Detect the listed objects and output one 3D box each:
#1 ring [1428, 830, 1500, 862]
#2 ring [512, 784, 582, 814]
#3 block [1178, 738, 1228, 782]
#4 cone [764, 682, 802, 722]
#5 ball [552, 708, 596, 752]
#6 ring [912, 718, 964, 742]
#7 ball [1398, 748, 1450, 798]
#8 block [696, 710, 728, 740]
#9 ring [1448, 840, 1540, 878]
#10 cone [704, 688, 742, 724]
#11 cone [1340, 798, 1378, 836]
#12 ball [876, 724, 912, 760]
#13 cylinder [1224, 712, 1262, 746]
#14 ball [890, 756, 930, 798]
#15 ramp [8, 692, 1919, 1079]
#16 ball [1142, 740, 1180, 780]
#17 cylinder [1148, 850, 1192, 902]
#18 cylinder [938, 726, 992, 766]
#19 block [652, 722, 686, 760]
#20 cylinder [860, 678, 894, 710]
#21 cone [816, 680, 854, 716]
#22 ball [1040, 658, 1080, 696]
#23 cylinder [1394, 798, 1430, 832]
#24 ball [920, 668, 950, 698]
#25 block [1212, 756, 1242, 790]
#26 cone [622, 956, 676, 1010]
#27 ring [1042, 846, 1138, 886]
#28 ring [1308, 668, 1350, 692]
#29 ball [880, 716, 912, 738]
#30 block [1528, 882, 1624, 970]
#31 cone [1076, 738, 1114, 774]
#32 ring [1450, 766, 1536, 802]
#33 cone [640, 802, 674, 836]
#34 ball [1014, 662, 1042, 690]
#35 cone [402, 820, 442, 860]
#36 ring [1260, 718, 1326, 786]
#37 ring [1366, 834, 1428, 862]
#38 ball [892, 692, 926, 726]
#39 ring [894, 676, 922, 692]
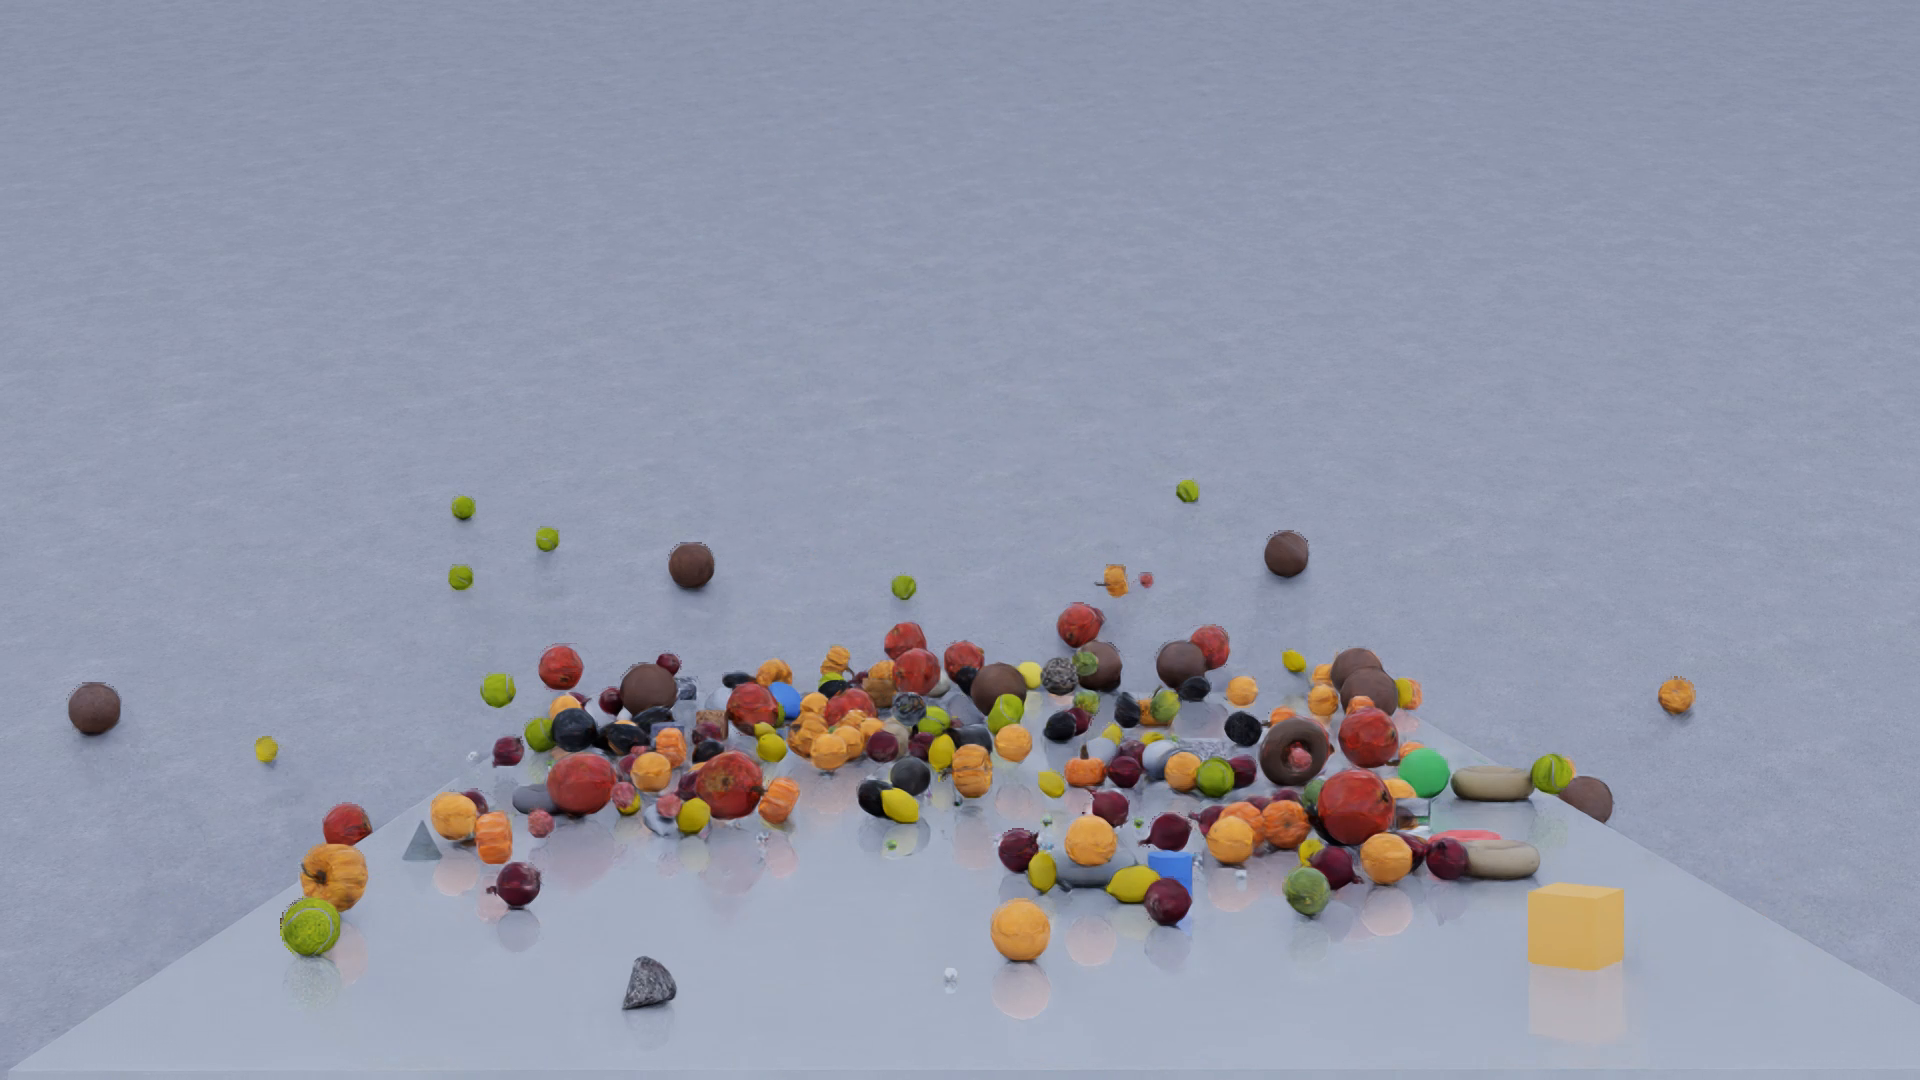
[{"bbox_3d":[0.758,0.460,3.864,0.114,0.038,0.114,-3,3,0],"label":"ring"},{"bbox_3d":[-0.703,0.442,4.387,0.120,0.040,0.120,2,4,0],"label":"ring"},{"bbox_3d":[0.452,0.410,4.797,0.074,0.074,0.074,0,2,-8],"label":"block"},{"bbox_3d":[-0.422,0.390,5.867,0.096,0.096,0.096,10,33,21],"label":"cone"},{"bbox_3d":[-0.782,0.384,5.216,0.091,0.091,0.091,0,24,0],"label":"ball"},{"bbox_3d":[-0.052,0.404,5.469,0.125,0.042,0.125,-2,2,0],"label":"ring"},{"bbox_3d":[0.817,0.411,4.535,0.089,0.089,0.089,0,24,0],"label":"ball"},{"bbox_3d":[-0.528,0.395,5.490,0.059,0.059,0.059,0,2,2],"label":"block"},{"bbox_3d":[0.774,0.462,3.731,0.130,0.043,0.130,-1,2,0],"label":"ring"},{"bbox_3d":[-0.527,0.393,5.843,0.085,0.085,0.085,-8,31,-17],"label":"cone"},{"bbox_3d":[0.639,0.440,4.124,0.060,0.060,0.060,0,2,0],"label":"cone"},{"bbox_3d":[-0.132,0.401,5.113,0.071,0.071,0.071,0,24,0],"label":"ball"},{"bbox_3d":[0.590,0.395,5.371,0.065,0.065,0.065,-2,2,-5],"label":"cylinder"},{"bbox_3d":[-0.085,0.409,4.454,0.070,0.070,0.070,0,24,0],"label":"ball"},{"bbox_3d":[0.056,0.506,4.550,2.000,0.100,4.000,0,2,0],"label":"ramp"},{"bbox_3d":[0.375,0.410,4.809,0.073,0.073,0.073,0,24,0],"label":"ball"},{"bbox_3d":[0.287,0.460,3.527,0.060,0.060,0.060,0,2,0],"label":"cylinder"},{"bbox_3d":[0.010,0.402,5.023,0.075,0.075,0.075,-1,20,-39],"label":"cylinder"},{"bbox_3d":[-0.585,0.403,5.166,0.065,0.065,0.065,0,2,-4],"label":"block"},{"bbox_3d":[-0.197,0.366,6.131,0.070,0.070,0.070,8,24,-3],"label":"cylinder"},{"bbox_3d":[-0.285,0.386,6.006,0.090,0.090,0.090,-4,29,-9],"label":"cone"},{"bbox_3d":[0.238,0.325,6.143,0.091,0.091,0.091,0,24,0],"label":"ball"},{"bbox_3d":[0.727,0.442,4.144,0.054,0.054,0.054,0,24,6],"label":"cylinder"},{"bbox_3d":[-0.061,0.355,6.390,0.076,0.076,0.076,0,24,0],"label":"ball"},{"bbox_3d":[0.486,0.424,4.697,0.053,0.053,0.053,0,2,6],"label":"block"},{"bbox_3d":[-0.355,0.501,2.840,0.059,0.059,0.059,15,37,30],"label":"cone"},{"bbox_3d":[0.184,0.463,3.667,0.137,0.046,0.137,-1,1,0],"label":"ring"},{"bbox_3d":[0.969,0.369,6.767,0.114,0.038,0.114,-1,23,0],"label":"ring"},{"bbox_3d":[-0.133,0.396,5.311,0.068,0.068,0.068,0,24,0],"label":"ball"},{"bbox_3d":[0.739,0.463,3.089,0.085,0.085,0.085,1,2,36],"label":"block"},{"bbox_3d":[0.270,0.427,4.896,0.074,0.074,0.074,-9,52,-19],"label":"cone"},{"bbox_3d":[0.943,0.431,4.557,0.148,0.049,0.148,-1,3,0],"label":"ring"},{"bbox_3d":[-0.478,0.459,4.122,0.054,0.054,0.054,-8,41,-17],"label":"cone"},{"bbox_3d":[0.181,0.355,6.732,0.075,0.075,0.075,0,24,0],"label":"ball"},{"bbox_3d":[-0.810,0.450,3.882,0.059,0.059,0.059,0,2,0],"label":"cone"},{"bbox_3d":[0.612,0.389,4.726,0.134,0.134,0.045,-8,21,-17],"label":"ring"},{"bbox_3d":[0.658,0.463,3.878,0.093,0.031,0.093,-1,2,0],"label":"ring"},{"bbox_3d":[-0.096,0.321,4.893,0.065,0.065,0.065,0,24,0],"label":"ball"},{"bbox_3d":[-0.118,0.373,6.688,0.116,0.039,0.116,0,-2,0],"label":"ring"}]
